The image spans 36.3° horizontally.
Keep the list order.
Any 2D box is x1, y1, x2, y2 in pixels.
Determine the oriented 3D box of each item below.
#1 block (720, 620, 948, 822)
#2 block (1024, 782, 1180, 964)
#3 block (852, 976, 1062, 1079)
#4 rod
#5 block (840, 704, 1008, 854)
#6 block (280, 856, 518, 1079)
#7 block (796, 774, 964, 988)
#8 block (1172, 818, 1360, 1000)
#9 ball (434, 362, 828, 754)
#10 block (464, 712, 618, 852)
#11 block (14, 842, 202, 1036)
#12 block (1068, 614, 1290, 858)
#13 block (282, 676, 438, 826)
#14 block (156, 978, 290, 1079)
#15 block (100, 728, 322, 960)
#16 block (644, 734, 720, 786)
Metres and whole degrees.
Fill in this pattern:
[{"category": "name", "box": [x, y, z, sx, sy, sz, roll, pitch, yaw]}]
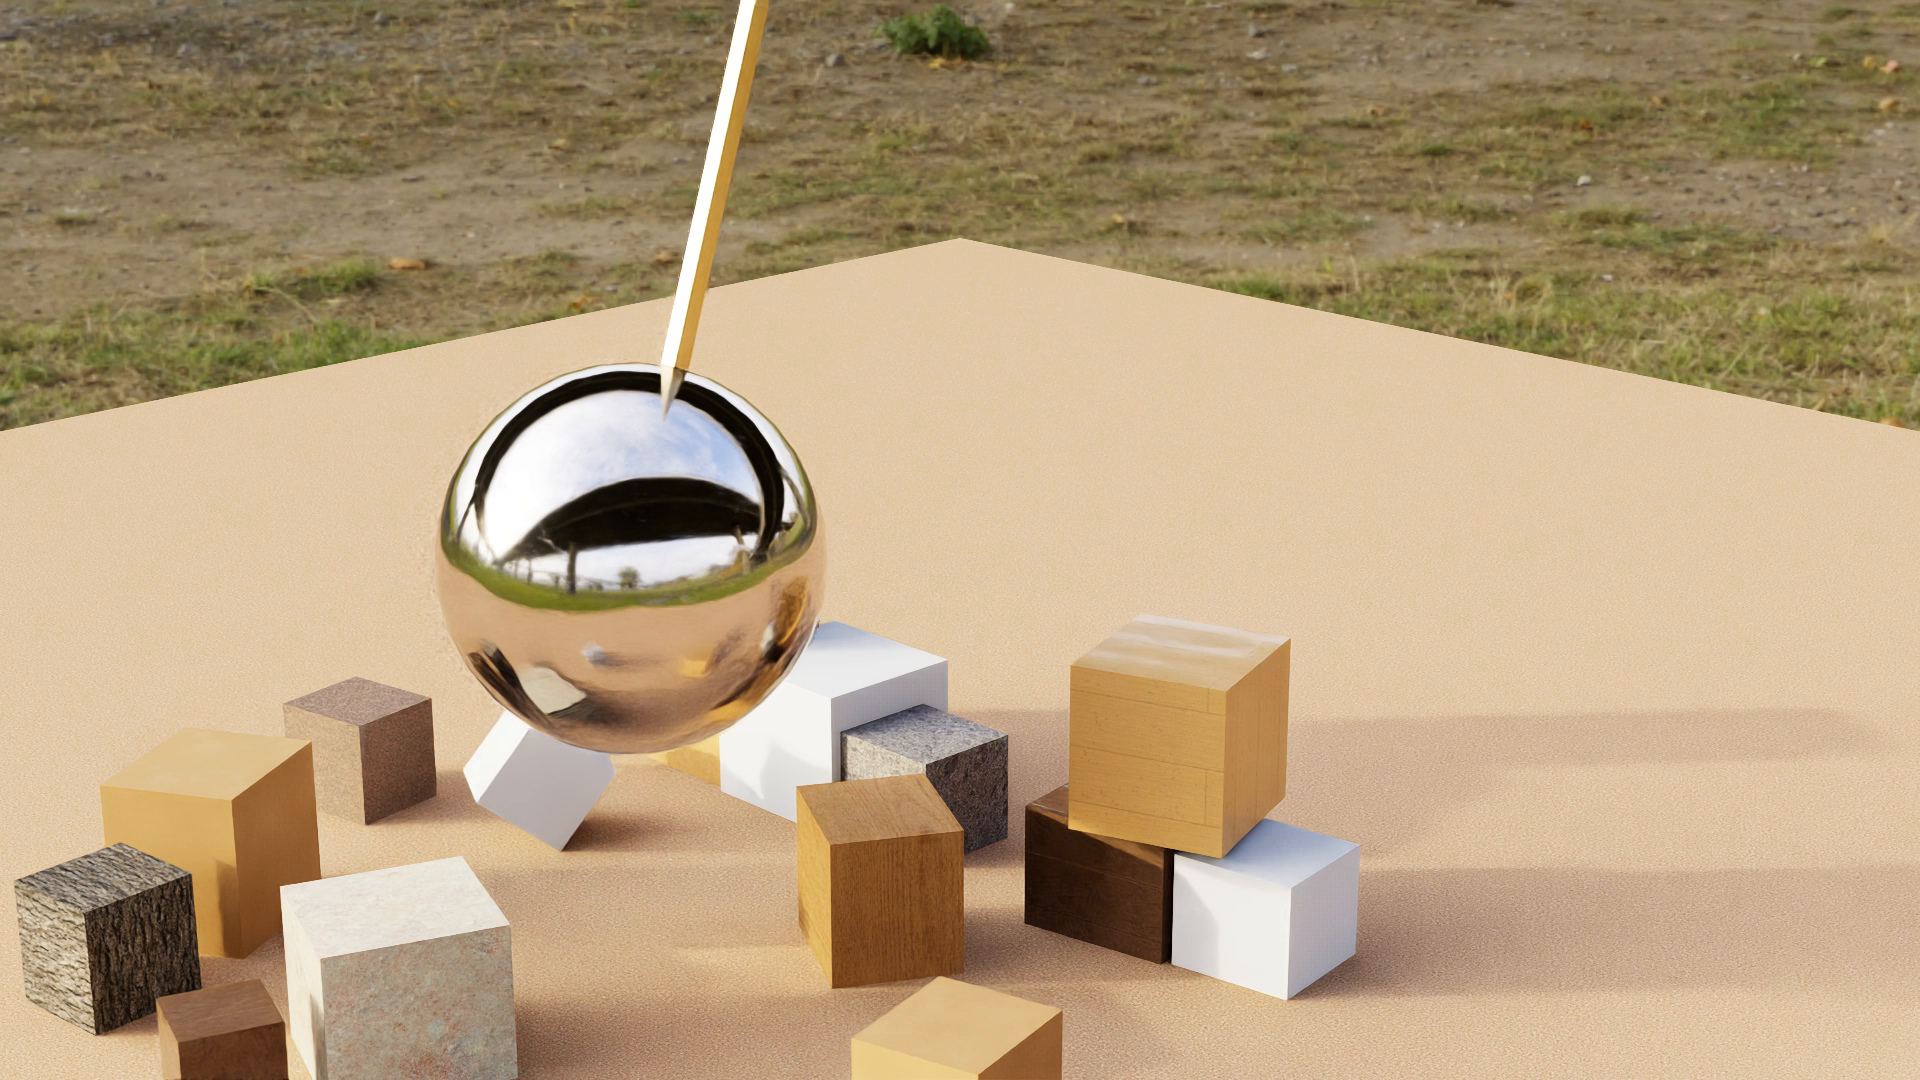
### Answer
[{"category": "block", "box": [-0.617, 0.906, 14.289, 0.763, 0.703, 0.818, -16, 24, -42]}, {"category": "block", "box": [0.753, 1.415, 12.908, 0.713, 0.561, 0.614, 12, 21, 34]}, {"category": "block", "box": [-0.007, 2.050, 10.875, 0.540, 0.567, 0.604, 11, 20, 30]}, {"category": "rod", "box": [-0.579, -3.231, 11.719, 0.080, 5.200, 0.080, 17, 6, 42]}, {"category": "block", "box": [-0.168, 1.154, 13.804, 0.536, 0.522, 0.577, -16, 24, -42]}, {"category": "block", "box": [-2.232, 1.755, 11.654, 0.742, 0.662, 0.725, -8, 19, -23]}, {"category": "block", "box": [-0.348, 1.457, 12.614, 0.575, 0.657, 0.663, -5, 18, -15]}, {"category": "block", "box": [1.307, 1.558, 12.536, 0.574, 0.510, 0.567, 13, 22, 35]}, {"category": "ball", "box": [-1.336, 0.074, 11.965, 1.600, 1.600, 1.600, 0, 17, 0]}, {"category": "block", "box": [-1.977, 1.087, 13.790, 0.478, 0.460, 0.427, 34, 4, -24]}, {"category": "block", "box": [-3.537, 1.650, 12.183, 0.498, 0.546, 0.519, 14, 22, 38]}, {"category": "block", "box": [0.947, 0.827, 12.603, 0.703, 0.743, 0.751, 9, 19, 25]}, {"category": "block", "box": [-2.914, 1.019, 14.255, 0.527, 0.508, 0.475, 12, 21, 34]}, {"category": "block", "box": [-2.805, 2.004, 11.180, 0.397, 0.472, 0.409, -8, 19, -25]}, {"category": "block", "box": [-3.283, 1.323, 12.904, 0.627, 0.738, 0.715, 5, 18, 15]}, {"category": "block", "box": [-1.159, 0.760, 14.820, 0.700, 0.664, 0.721, -17, 24, -42]}]
